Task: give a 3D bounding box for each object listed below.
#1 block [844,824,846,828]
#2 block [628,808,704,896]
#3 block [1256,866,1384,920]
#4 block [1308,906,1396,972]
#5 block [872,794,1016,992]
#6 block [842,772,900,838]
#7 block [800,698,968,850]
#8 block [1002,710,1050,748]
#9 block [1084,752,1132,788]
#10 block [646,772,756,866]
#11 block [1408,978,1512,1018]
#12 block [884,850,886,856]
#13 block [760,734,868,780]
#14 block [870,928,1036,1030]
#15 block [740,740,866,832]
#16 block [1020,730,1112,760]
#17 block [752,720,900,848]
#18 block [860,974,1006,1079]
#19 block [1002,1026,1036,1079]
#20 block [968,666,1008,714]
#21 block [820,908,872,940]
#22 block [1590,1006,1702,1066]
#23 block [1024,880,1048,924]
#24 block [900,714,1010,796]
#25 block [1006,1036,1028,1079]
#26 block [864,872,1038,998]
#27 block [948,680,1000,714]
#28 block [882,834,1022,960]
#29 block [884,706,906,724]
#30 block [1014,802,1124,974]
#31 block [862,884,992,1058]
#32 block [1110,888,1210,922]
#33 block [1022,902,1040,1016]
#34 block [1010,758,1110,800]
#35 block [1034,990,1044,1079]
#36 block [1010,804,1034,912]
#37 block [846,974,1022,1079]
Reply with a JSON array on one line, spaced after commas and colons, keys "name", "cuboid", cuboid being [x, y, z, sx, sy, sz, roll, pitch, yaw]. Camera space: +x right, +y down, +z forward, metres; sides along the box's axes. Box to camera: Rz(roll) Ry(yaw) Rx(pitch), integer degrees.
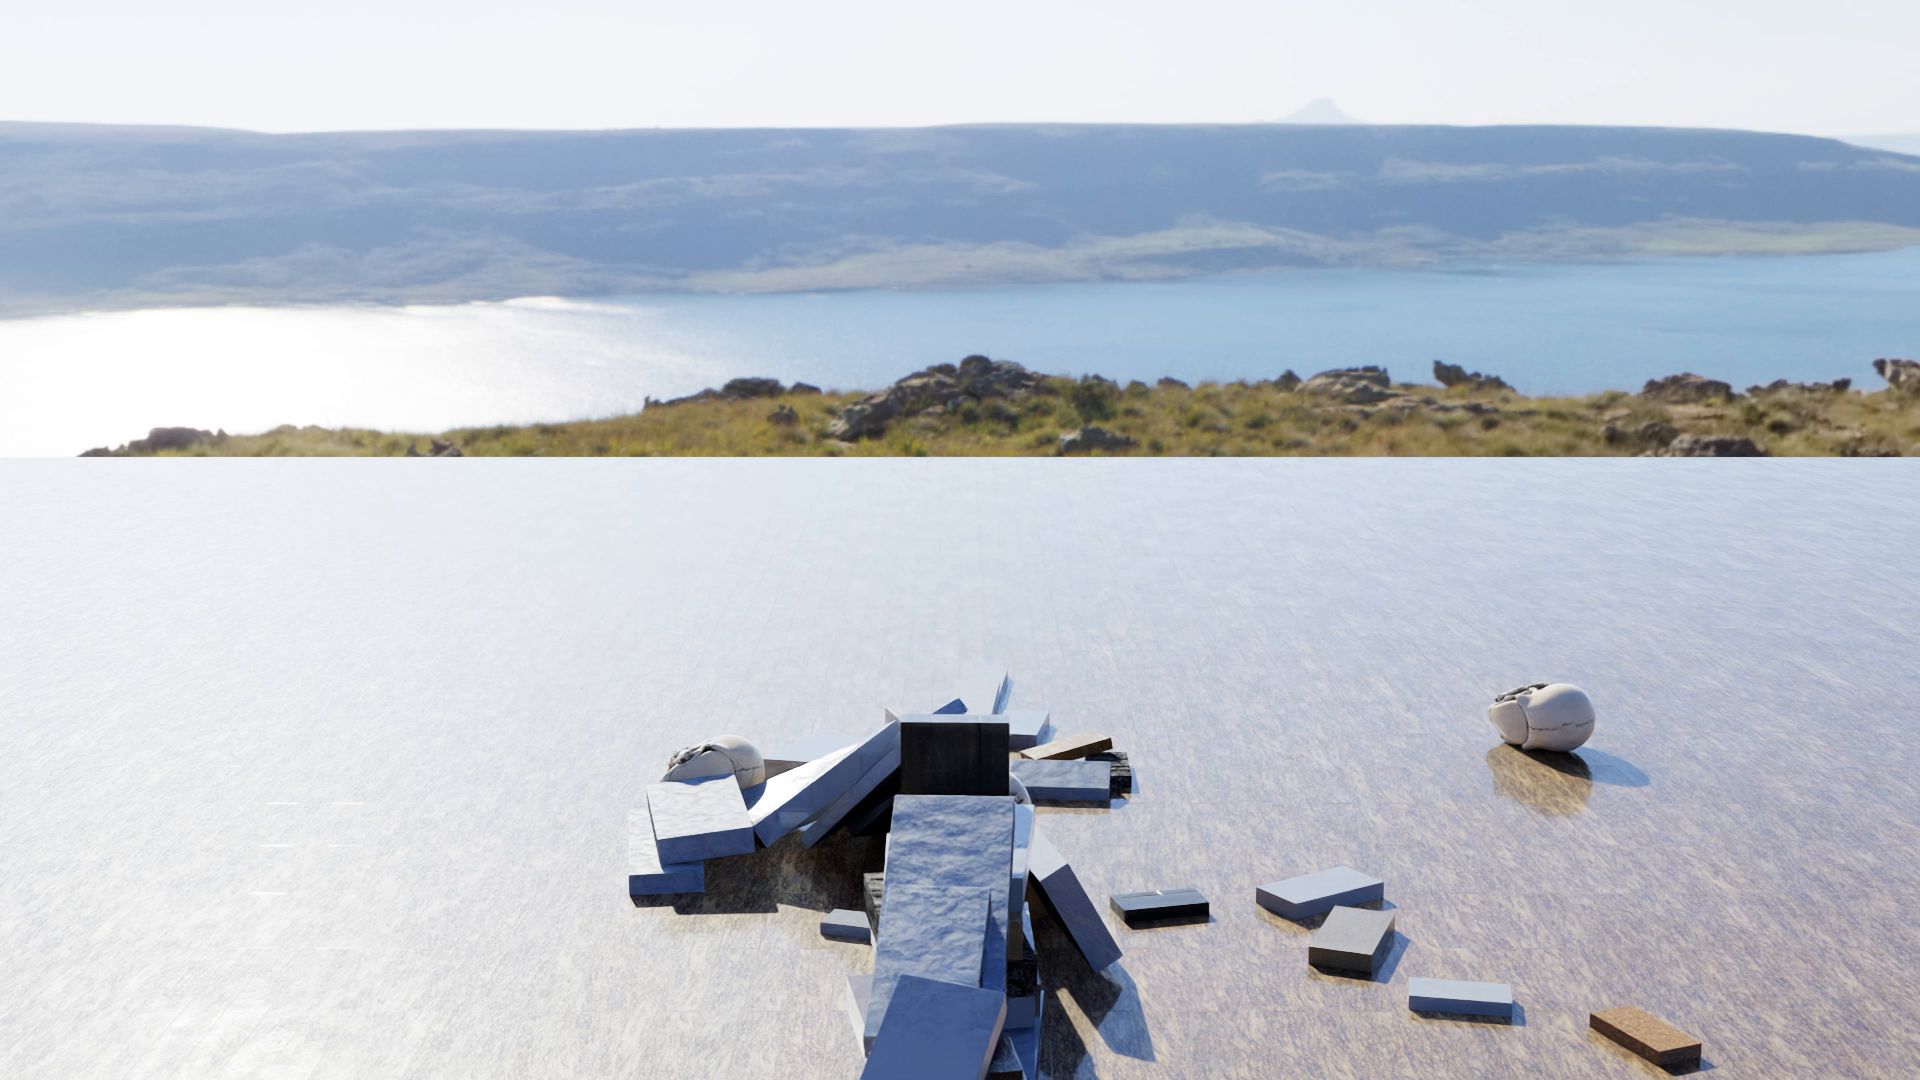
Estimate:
[{"name": "block", "cuboid": [-0.165, 0.508, 4.059, 0.127, 0.018, 0.063, -9, 14, -41]}, {"name": "block", "cuboid": [-0.516, 0.539, 3.845, 0.125, 0.035, 0.368, -2, 11, -8]}, {"name": "block", "cuboid": [0.595, 0.582, 3.635, 0.193, 0.027, 0.097, -7, 12, -32]}, {"name": "block", "cuboid": [0.612, 0.620, 3.430, 0.097, 0.027, 0.194, 4, 11, 21]}, {"name": "block", "cuboid": [-0.016, 0.447, 2.712, 0.155, 0.044, 0.342, 0, 35, 4]}, {"name": "block", "cuboid": [-0.081, 0.434, 3.896, 0.250, 0.035, 0.125, -42, -19, 16]}, {"name": "block", "cuboid": [-0.135, 0.409, 3.826, 0.397, 0.027, 0.097, -45, -11, 34]}, {"name": "block", "cuboid": [0.128, 0.397, 4.636, 0.096, 0.027, 0.193, 2, 11, 10]}, {"name": "block", "cuboid": [0.292, 0.453, 4.342, 0.083, 0.024, 0.166, 0, 11, 1]}, {"name": "block", "cuboid": [-0.460, 0.487, 3.867, 0.162, 0.046, 0.323, -7, 12, -10]}, {"name": "block", "cuboid": [0.728, 0.666, 3.205, 0.146, 0.021, 0.073, 2, 11, 11]}, {"name": "block", "cuboid": [-0.043, 0.527, 3.656, 0.115, 0.033, 0.230, 2, -15, 12]}, {"name": "block", "cuboid": [-0.167, 0.429, 4.239, 0.430, 0.046, 0.162, -1, 13, 36]}, {"name": "block", "cuboid": [-0.014, 0.568, 2.923, 0.155, 0.044, 0.328, -2, 11, -12]}, {"name": "block", "cuboid": [-0.251, 0.453, 4.038, 0.323, 0.046, 0.162, -21, 17, -18]}, {"name": "block", "cuboid": [0.214, 0.422, 4.418, 0.167, 0.024, 0.083, -14, 11, -19]}, {"name": "block", "cuboid": [-0.232, 0.429, 3.861, 0.310, 0.044, 0.155, -36, -1, -12]}, {"name": "block", "cuboid": [-0.040, 0.585, 2.387, 0.123, 0.035, 0.246, 8, 39, 14]}, {"name": "block", "cuboid": [0.014, 0.644, 2.758, 0.160, 0.045, 0.319, 0, 11, 2]}, {"name": "block", "cuboid": [0.040, 0.363, 4.827, 0.083, 0.024, 0.608, 1, 11, 6]}, {"name": "block", "cuboid": [-0.150, 0.613, 3.497, 0.130, 0.018, 0.065, 3, 11, 17]}, {"name": "block", "cuboid": [0.956, 0.691, 3.070, 0.073, 0.021, 0.146, -4, 11, -22]}, {"name": "block", "cuboid": [0.073, 0.539, 3.622, 0.033, 0.115, 0.230, -31, 16, -7]}, {"name": "block", "cuboid": [-0.006, 0.400, 3.116, 0.152, 0.304, 0.043, 0, 11, 2]}, {"name": "block", "cuboid": [0.005, 0.649, 2.489, 0.155, 0.044, 0.310, -2, 11, -8]}, {"name": "block", "cuboid": [-0.019, 0.520, 2.922, 0.177, 0.050, 0.355, -2, 11, -9]}, {"name": "block", "cuboid": [0.024, 0.363, 4.689, 0.096, 0.027, 0.415, 1, 11, 4]}, {"name": "block", "cuboid": [-0.012, 0.469, 2.923, 0.177, 0.050, 0.355, 0, 11, -1]}, {"name": "block", "cuboid": [-0.110, 0.404, 4.402, 0.028, 0.097, 0.194, -3, 11, -18]}, {"name": "block", "cuboid": [0.133, 0.529, 3.507, 0.050, 0.177, 0.439, -32, 16, -6]}, {"name": "block", "cuboid": [-0.035, 0.501, 2.563, 0.123, 0.035, 0.246, 1, 34, 6]}, {"name": "block", "cuboid": [0.325, 0.595, 3.585, 0.146, 0.021, 0.073, -3, 11, -15]}, {"name": "block", "cuboid": [0.023, 0.584, 3.080, 0.160, 0.045, 0.320, 0, 11, -1]}, {"name": "block", "cuboid": [0.192, 0.460, 4.224, 0.193, 0.027, 0.096, 1, 26, 6]}, {"name": "block", "cuboid": [0.023, 0.668, 2.875, 0.160, 0.045, 0.320, 1, 11, 4]}, {"name": "block", "cuboid": [0.015, 0.419, 2.935, 0.155, 0.044, 0.310, 1, 11, 5]}, {"name": "block", "cuboid": [-0.035, 0.586, 2.586, 0.155, 0.044, 0.310, -2, 11, -10]}]
